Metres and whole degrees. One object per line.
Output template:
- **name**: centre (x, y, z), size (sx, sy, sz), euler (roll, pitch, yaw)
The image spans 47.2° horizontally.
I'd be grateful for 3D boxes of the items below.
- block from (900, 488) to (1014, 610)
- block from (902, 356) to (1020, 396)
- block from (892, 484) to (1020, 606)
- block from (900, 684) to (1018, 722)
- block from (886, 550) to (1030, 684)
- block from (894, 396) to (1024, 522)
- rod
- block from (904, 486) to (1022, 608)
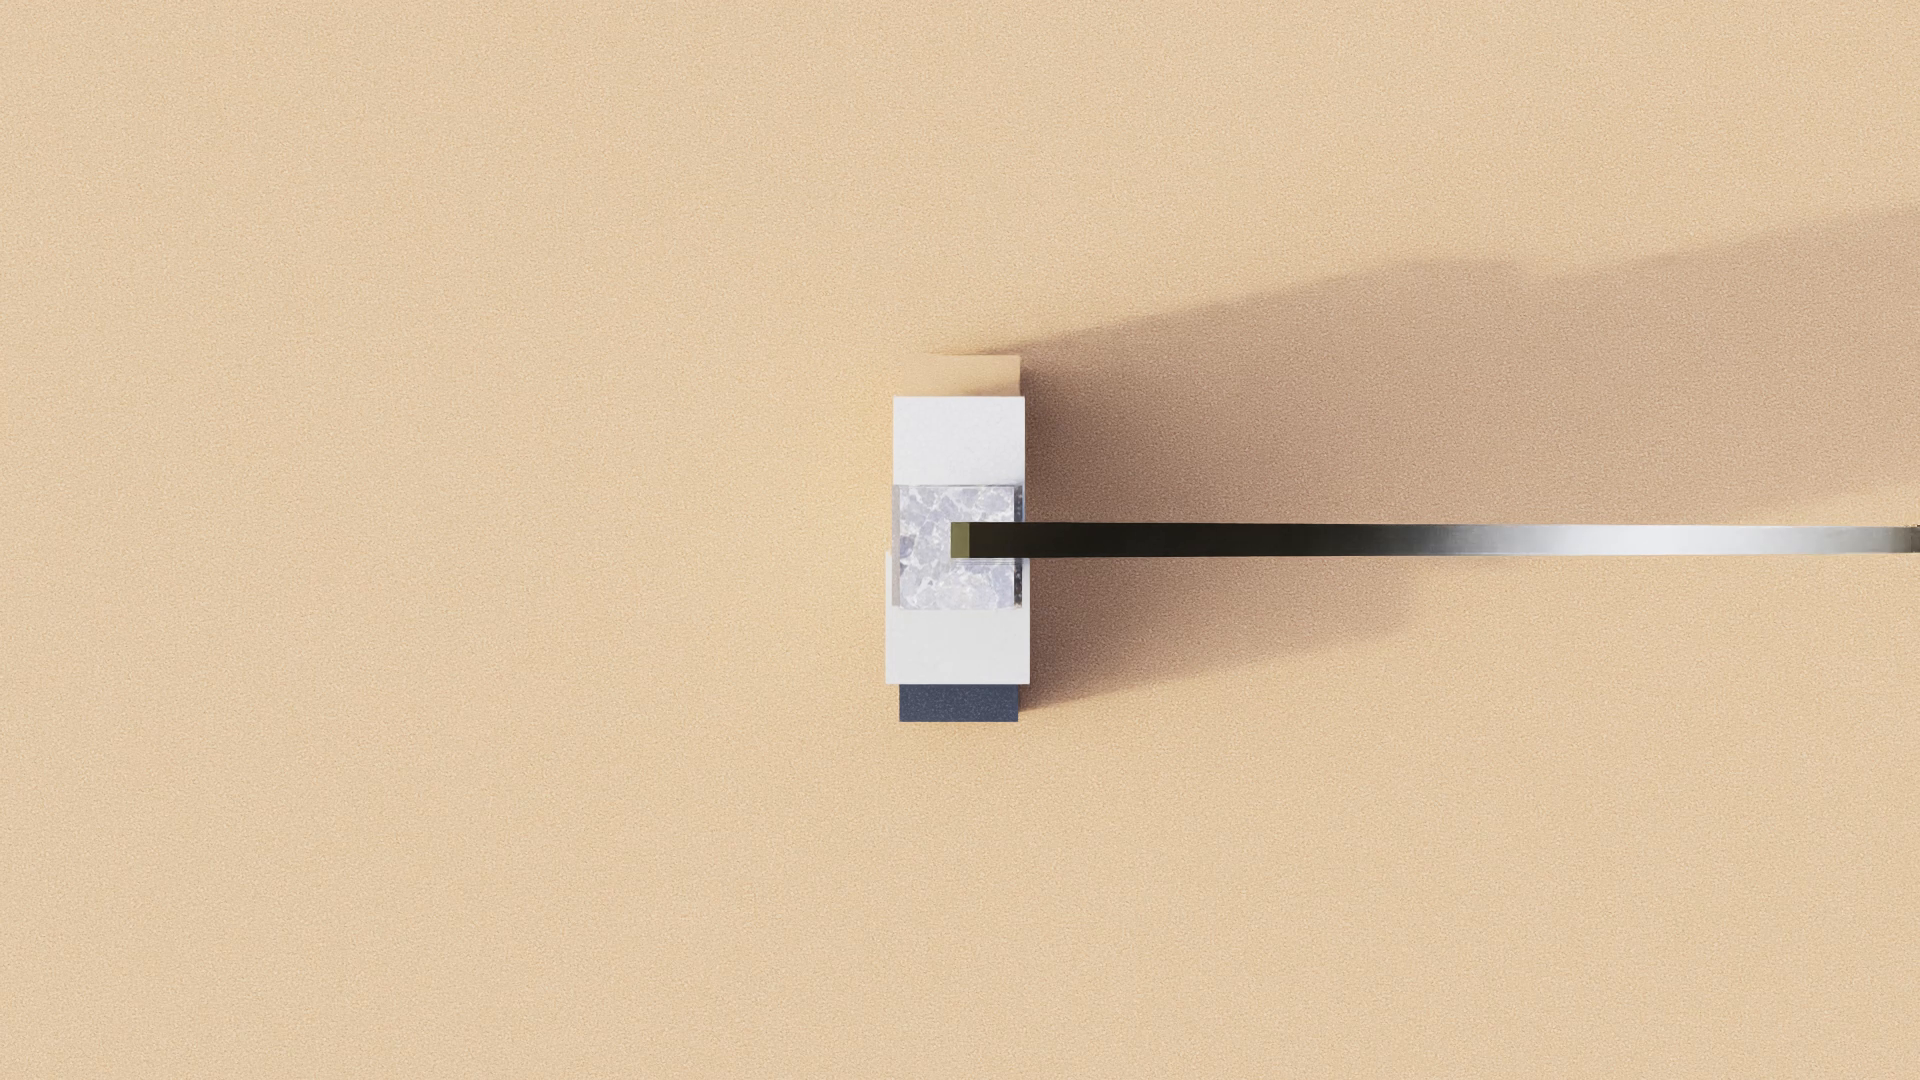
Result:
- **block**: centre (-0.013, 0.035, 9.703), size (0.490, 0.488, 0.527), euler (0, 91, 0)
- **block**: centre (0.003, -0.663, 12.615), size (0.657, 0.770, 0.728), euler (0, 90, 0)
- **block**: centre (-0.019, 0.021, 10.659), size (0.609, 0.493, 0.577), euler (0, 91, 0)
- **block**: centre (-0.007, 0.720, 12.701), size (0.672, 0.599, 0.614), euler (0, 90, 0)
- **block**: centre (-0.012, 0.406, 11.911), size (0.754, 0.765, 0.695), euler (0, 90, 0)
- **block**: centre (-0.005, -0.347, 11.814), size (0.680, 0.830, 0.801), euler (0, 91, 0)
- **rod**: centre (2.212, 0.000, 6.239), size (5.200, 0.080, 0.080), euler (0, 90, -32)
- **block**: centre (0.016, 0.028, 10.180), size (0.531, 0.466, 0.554), euler (0, 91, 0)
